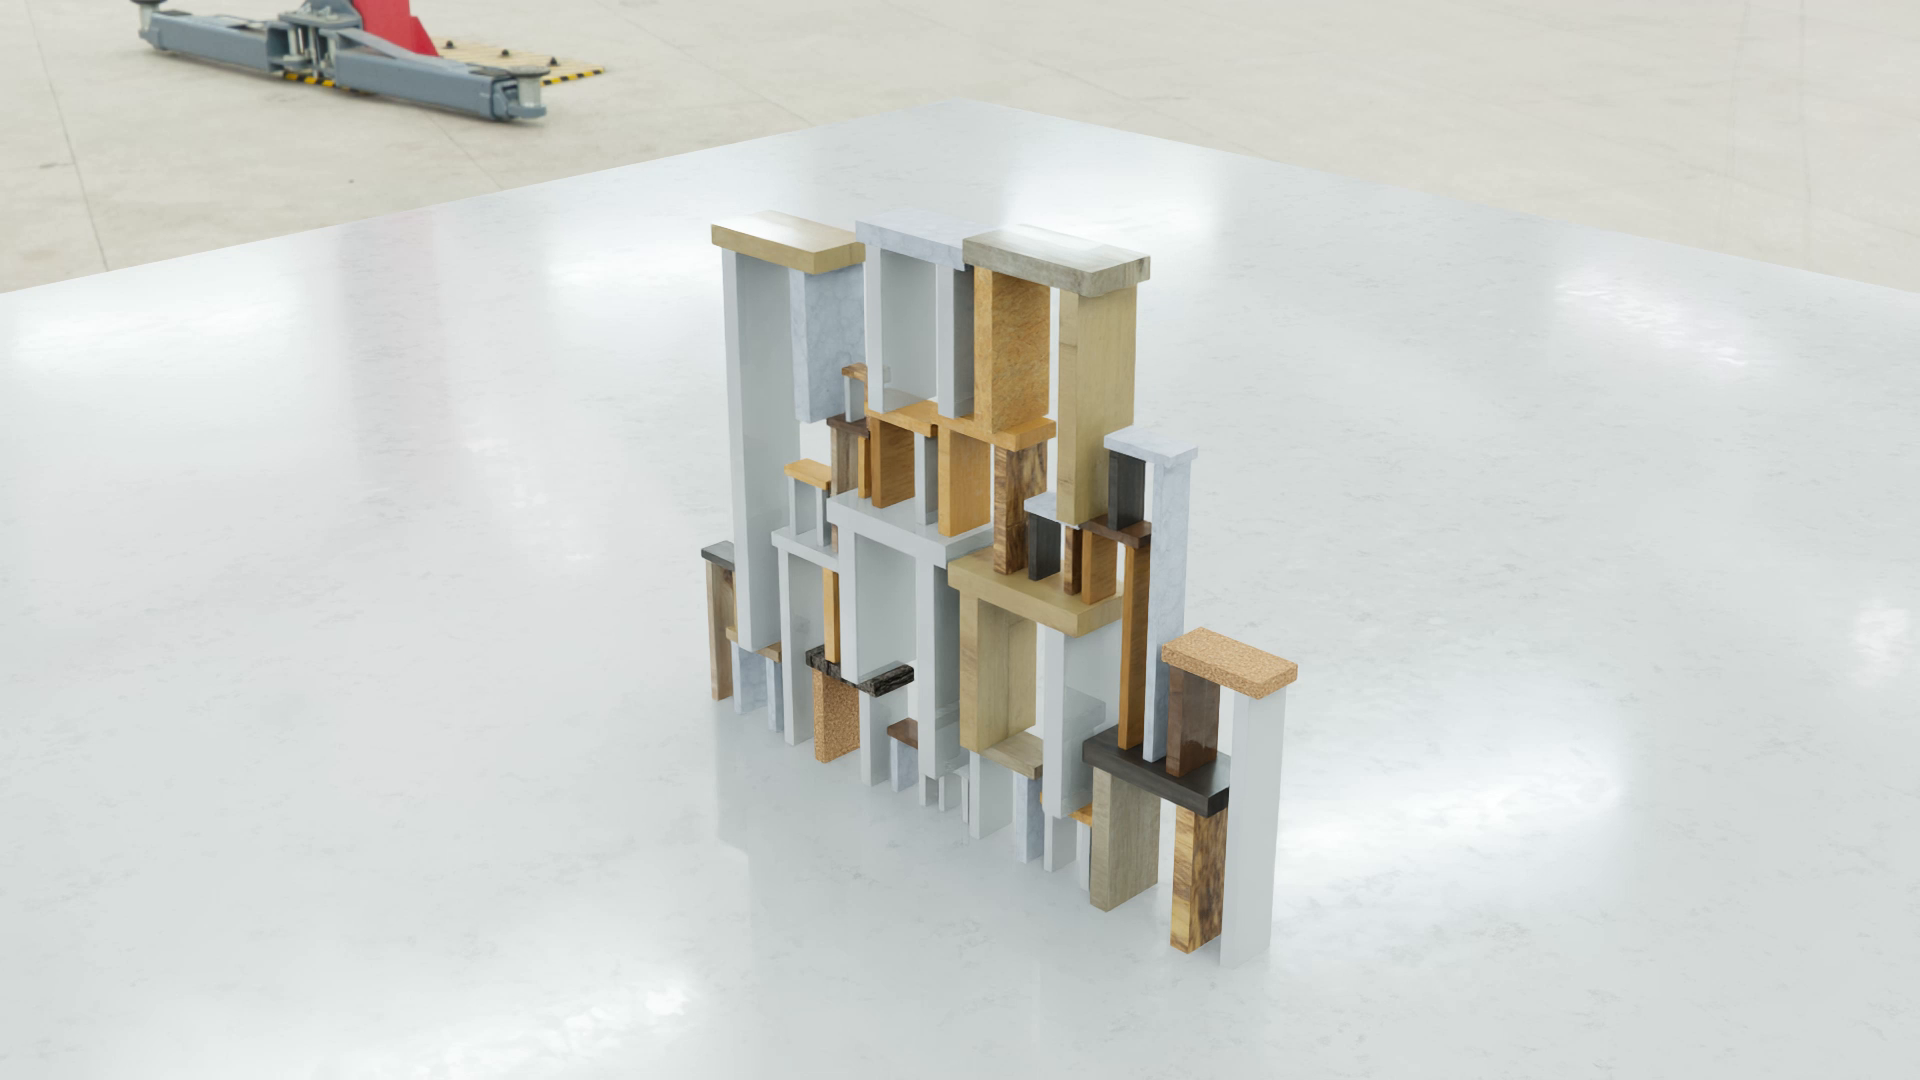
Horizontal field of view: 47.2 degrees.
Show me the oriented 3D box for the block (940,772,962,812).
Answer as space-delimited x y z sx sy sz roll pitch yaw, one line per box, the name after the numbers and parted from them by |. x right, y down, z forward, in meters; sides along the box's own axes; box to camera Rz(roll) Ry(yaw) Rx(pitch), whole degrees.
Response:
-0.019 0.496 4.462 0.050 0.101 0.014 -21 31 -41 | block

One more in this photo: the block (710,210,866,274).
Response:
-0.332 -0.589 4.329 0.308 0.044 0.154 21 31 40 | block

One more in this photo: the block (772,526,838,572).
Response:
-0.281 0.011 4.533 0.209 0.030 0.104 21 31 41 | block

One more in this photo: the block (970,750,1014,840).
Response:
0.062 0.489 4.362 0.027 0.192 0.096 21 31 41 | block

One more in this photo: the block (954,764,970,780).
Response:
0.004 0.453 4.418 0.050 0.014 0.101 -21 31 -40 | block

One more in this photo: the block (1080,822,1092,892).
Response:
0.262 0.590 4.186 0.020 0.143 0.072 21 31 41 | block

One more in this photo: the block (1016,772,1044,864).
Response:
0.153 0.525 4.279 0.027 0.192 0.096 21 31 41 | block

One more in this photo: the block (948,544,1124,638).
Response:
0.152 0.087 4.093 0.165 0.047 0.329 -21 31 -40 | block

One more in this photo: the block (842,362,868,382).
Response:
-0.182 -0.324 4.280 0.047 0.013 0.095 -22 29 -39 | block

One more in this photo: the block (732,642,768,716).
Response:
-0.459 0.291 4.851 0.025 0.176 0.088 21 31 41 | block

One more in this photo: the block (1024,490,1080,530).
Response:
0.188 -0.055 3.999 0.067 0.019 0.134 -21 31 -40 | block

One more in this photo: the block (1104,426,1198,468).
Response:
0.329 -0.161 3.791 0.148 0.021 0.074 21 31 40 | block

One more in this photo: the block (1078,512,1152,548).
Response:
0.286 -0.023 3.898 0.072 0.020 0.143 -21 31 -40 | block

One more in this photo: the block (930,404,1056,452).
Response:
0.061 -0.219 4.070 0.109 0.031 0.219 -22 31 -41 | block

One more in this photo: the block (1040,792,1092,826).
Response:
0.228 0.502 4.185 0.072 0.020 0.143 -21 31 -41 | block

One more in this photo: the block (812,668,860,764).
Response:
-0.259 0.355 4.650 0.030 0.215 0.108 21 31 41 | block

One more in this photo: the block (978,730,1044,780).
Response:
0.108 0.406 4.278 0.192 0.027 0.096 21 31 41 | block

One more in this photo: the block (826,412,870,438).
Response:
-0.199 -0.229 4.342 0.063 0.018 0.126 -21 28 -40 | block

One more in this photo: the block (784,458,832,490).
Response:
-0.293 -0.135 4.489 0.128 0.018 0.064 21 31 40 | block

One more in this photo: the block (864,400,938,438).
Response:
-0.087 -0.243 4.218 0.093 0.026 0.185 -21 31 -40 | block

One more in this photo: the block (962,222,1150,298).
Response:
0.166 -0.490 3.833 0.153 0.043 0.305 -21 31 -40 | block

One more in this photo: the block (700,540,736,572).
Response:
-0.491 0.038 4.773 0.070 0.020 0.140 -21 31 -40 | block

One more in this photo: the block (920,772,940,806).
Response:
-0.054 0.476 4.481 0.018 0.124 0.062 21 31 41 | block

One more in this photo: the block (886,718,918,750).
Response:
-0.084 0.399 4.480 0.124 0.018 0.062 21 31 41 | block

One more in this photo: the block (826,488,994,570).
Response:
-0.087 -0.036 4.300 0.167 0.047 0.335 -21 31 -40 | block

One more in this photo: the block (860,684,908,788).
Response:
-0.157 0.394 4.556 0.030 0.215 0.108 21 31 41 | block

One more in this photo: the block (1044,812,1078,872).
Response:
0.195 0.564 4.248 0.020 0.143 0.072 21 31 41 | block

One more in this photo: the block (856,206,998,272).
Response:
-0.043 -0.555 4.038 0.143 0.041 0.286 -21 31 -40 | block

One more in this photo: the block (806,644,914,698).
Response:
-0.208 0.261 4.555 0.215 0.030 0.108 21 31 41 | block

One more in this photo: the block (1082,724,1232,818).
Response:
0.381 0.408 3.991 0.294 0.042 0.147 21 31 41 | block

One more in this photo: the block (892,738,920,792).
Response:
-0.113 0.453 4.535 0.018 0.124 0.062 21 31 41 | block

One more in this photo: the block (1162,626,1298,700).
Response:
0.466 0.212 3.813 0.214 0.030 0.107 21 31 41 | block

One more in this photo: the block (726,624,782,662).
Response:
-0.418 0.215 4.774 0.088 0.025 0.175 -21 31 -41 | block

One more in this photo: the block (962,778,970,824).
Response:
0.028 0.515 4.419 0.050 0.101 0.014 -21 31 -41 | block
